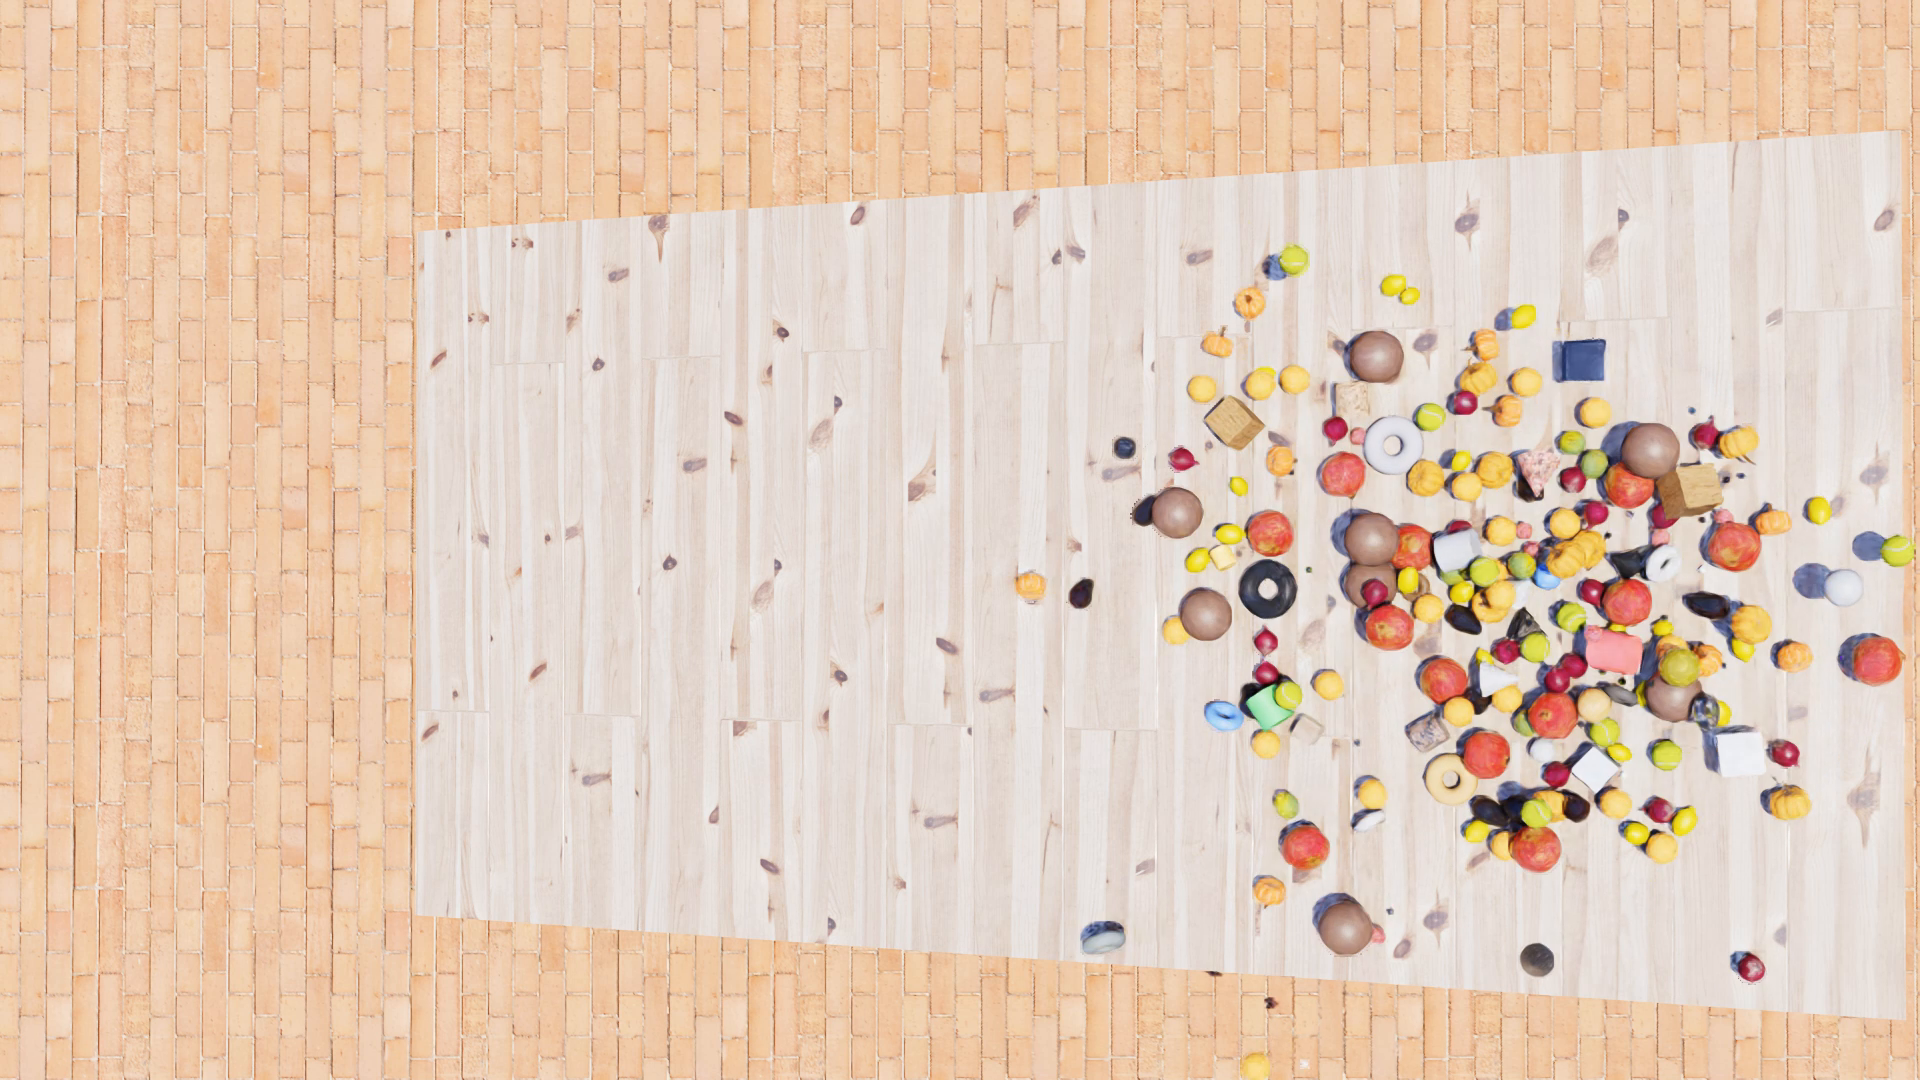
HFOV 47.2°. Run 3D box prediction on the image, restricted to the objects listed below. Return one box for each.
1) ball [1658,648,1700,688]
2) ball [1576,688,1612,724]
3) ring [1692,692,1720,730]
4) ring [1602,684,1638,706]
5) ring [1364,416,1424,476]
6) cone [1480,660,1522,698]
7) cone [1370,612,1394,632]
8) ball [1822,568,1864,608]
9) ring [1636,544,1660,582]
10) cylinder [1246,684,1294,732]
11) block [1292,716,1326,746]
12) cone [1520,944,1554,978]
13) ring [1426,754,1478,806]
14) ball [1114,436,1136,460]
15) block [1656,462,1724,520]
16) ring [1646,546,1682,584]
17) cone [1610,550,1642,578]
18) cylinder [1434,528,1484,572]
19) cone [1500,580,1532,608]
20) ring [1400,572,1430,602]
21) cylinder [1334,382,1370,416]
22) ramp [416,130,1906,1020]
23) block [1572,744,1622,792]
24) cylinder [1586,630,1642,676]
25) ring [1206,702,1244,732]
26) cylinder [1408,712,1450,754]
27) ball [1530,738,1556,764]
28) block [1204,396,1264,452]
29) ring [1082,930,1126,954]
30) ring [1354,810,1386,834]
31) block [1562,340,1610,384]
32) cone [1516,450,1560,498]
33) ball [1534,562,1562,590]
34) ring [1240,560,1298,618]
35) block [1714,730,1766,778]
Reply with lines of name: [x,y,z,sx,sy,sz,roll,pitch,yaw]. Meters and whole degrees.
ball: [1.626,0.288,4.969,0.091,0.091,0.091,0,89,0]
ball: [1.474,0.385,5.113,0.081,0.081,0.081,0,89,0]
ring: [1.694,0.389,4.989,0.087,0.029,0.087,7,79,-39]
ring: [1.538,0.362,5.125,0.087,0.087,0.029,23,83,0]
ring: [1.055,-0.230,5.347,0.146,0.049,0.146,-1,88,22]
cone: [1.280,0.328,5.188,0.090,0.090,0.090,-2,89,22]
cone: [1.033,0.207,5.363,0.053,0.053,0.053,15,89,-5]
ball: [1.943,0.105,4.836,0.085,0.085,0.085,0,89,0]
ring: [1.611,0.054,5.130,0.087,0.029,0.087,0,90,23]
cylinder: [0.759,0.412,5.391,0.086,0.086,0.086,-32,78,0]
block: [0.858,0.469,5.412,0.054,0.054,0.054,35,102,23]
cone: [1.358,0.999,5.192,0.081,0.081,0.081,0,89,22]
ring: [1.182,0.576,5.290,0.125,0.042,0.125,0,90,21]
ball: [0.420,-0.234,5.596,0.060,0.060,0.060,0,89,0]
block: [1.674,-0.112,5.043,0.096,0.096,0.096,-8,76,-13]
ring: [1.622,0.056,5.071,0.098,0.033,0.098,-15,123,-23]
cone: [1.536,0.046,5.122,0.071,0.071,0.071,20,89,-32]
cylinder: [1.180,0.025,5.203,0.087,0.087,0.087,-17,89,29]
cone: [1.328,0.111,5.190,0.078,0.078,0.078,9,61,-16]
ring: [1.103,0.115,5.336,0.075,0.025,0.075,0,89,22]
cylinder: [0.956,-0.344,5.363,0.082,0.082,0.082,-2,94,0]
ramp: [0.283,0.087,5.734,4.000,0.100,2.000,0,89,22]
block: [1.489,0.534,5.147,0.077,0.077,0.077,43,104,17]
cylinder: [1.513,0.259,5.084,0.093,0.093,0.093,11,89,44]
ring: [0.658,0.439,5.476,0.097,0.097,0.032,11,125,0]
cylinder: [1.130,0.466,5.294,0.073,0.073,0.073,-35,89,18]
ball: [1.379,0.499,5.201,0.059,0.059,0.059,0,89,0]
block: [0.684,-0.290,5.466,0.090,0.090,0.090,-47,63,15]
ring: [0.364,1.017,5.555,0.115,0.115,0.038,-15,69,0]
ring: [0.996,0.684,5.336,0.086,0.086,0.029,-29,74,0]
block: [1.468,-0.418,5.158,0.095,0.095,0.095,2,90,22]
cone: [1.351,-0.141,5.146,0.099,0.099,0.099,10,63,0]
ball: [1.390,0.086,5.199,0.065,0.065,0.065,0,89,0]
ring: [0.765,0.123,5.459,0.147,0.049,0.147,0,90,23]
block: [1.778,0.486,5.015,0.095,0.095,0.095,-7,87,15]
